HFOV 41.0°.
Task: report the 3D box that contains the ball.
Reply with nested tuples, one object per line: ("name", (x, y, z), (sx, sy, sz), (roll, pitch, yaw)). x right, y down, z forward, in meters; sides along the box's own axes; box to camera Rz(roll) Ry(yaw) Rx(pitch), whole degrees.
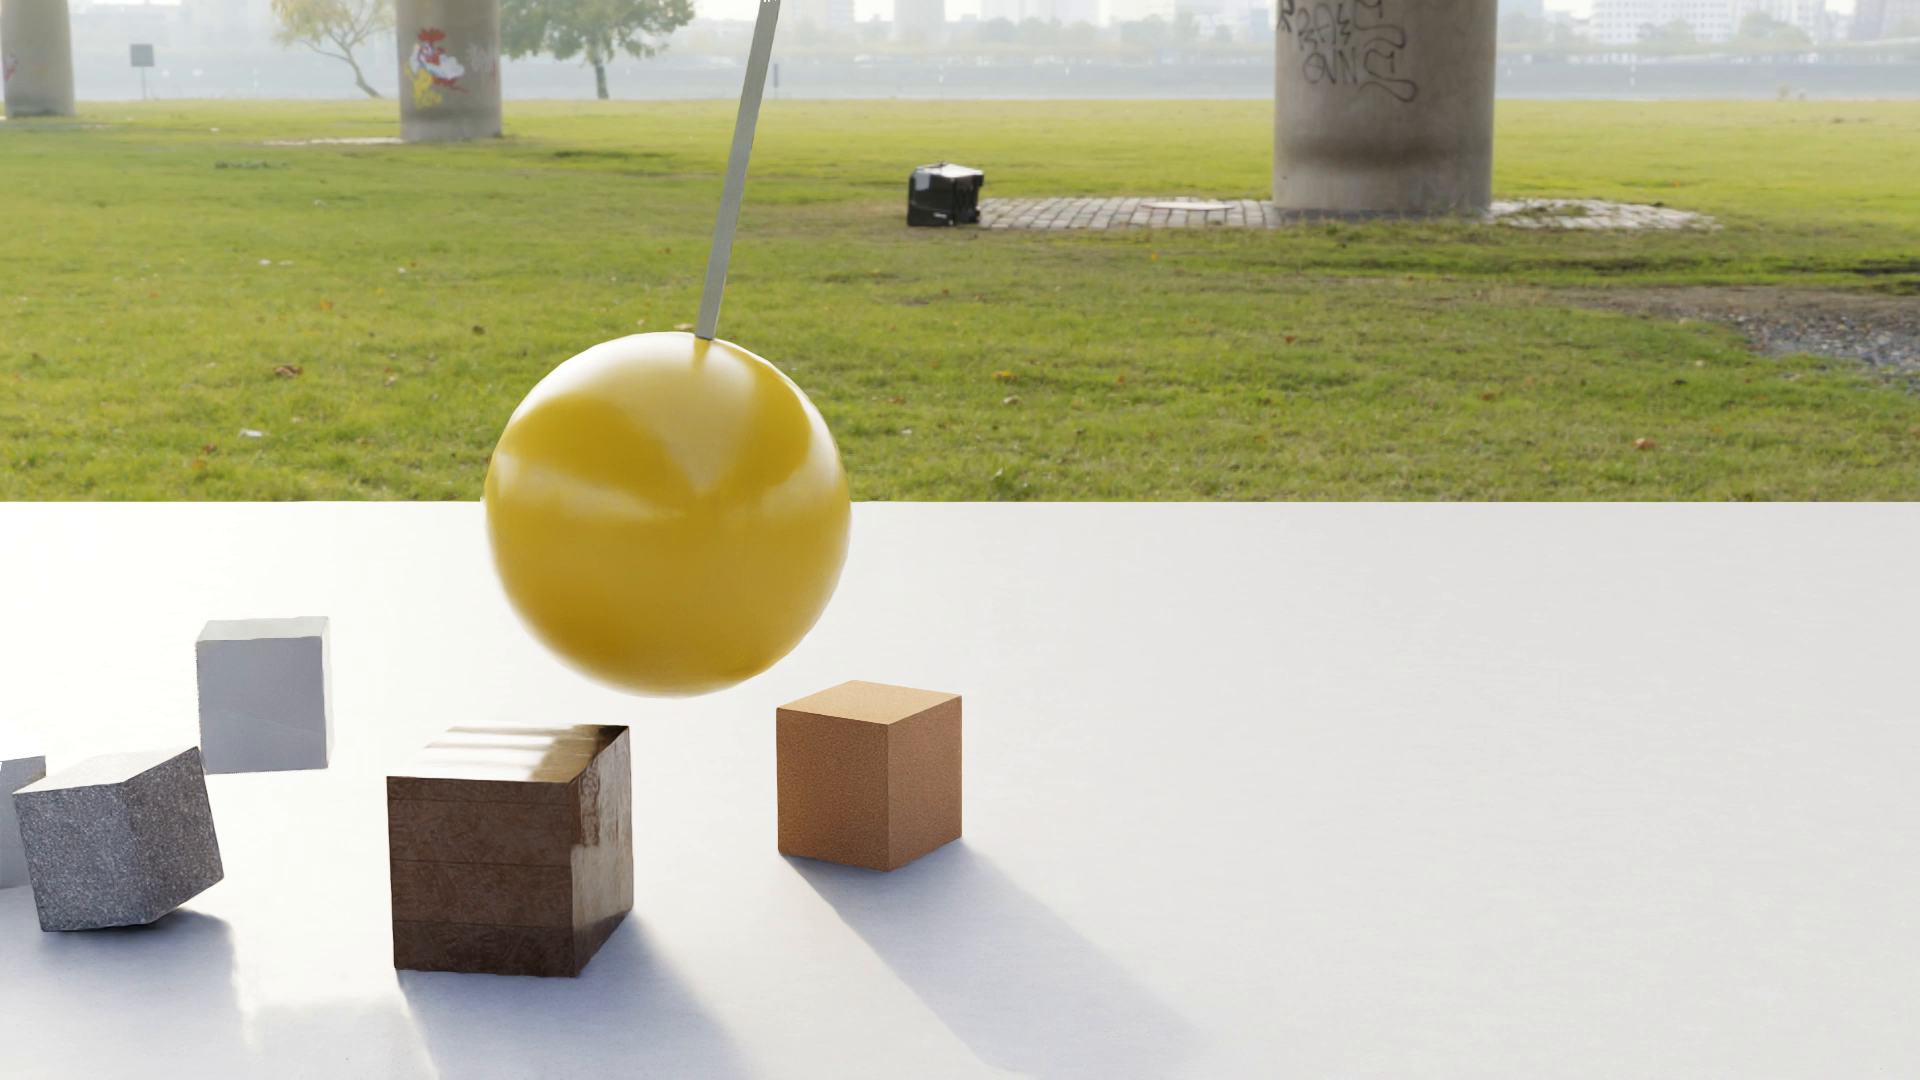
("ball", (-1.269, -0.105, 11.161), (1.600, 1.600, 1.600), (0, 10, 0))

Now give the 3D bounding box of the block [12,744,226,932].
("block", (-3.532, 1.251, 10.805), (0.513, 0.598, 0.605), (-7, 8, 15))

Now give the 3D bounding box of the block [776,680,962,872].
("block", (-0.412, 1.070, 11.781), (0.601, 0.679, 0.635), (6, 12, 30))

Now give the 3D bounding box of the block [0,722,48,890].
("block", (-4.417, 1.197, 11.369), (0.612, 0.577, 0.644), (-6, 12, -30))

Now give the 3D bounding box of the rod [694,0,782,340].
("rod", (-0.550, -3.375, 10.567), (0.080, 5.200, 0.080), (12, 10, -2))

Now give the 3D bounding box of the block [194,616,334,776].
("block", (-3.059, 0.679, 11.323), (0.530, 0.589, 0.531), (-2, 8, -10))

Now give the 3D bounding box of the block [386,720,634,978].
("block", (-1.819, 1.244, 10.497), (0.741, 0.797, 0.896), (1, 10, 8))
